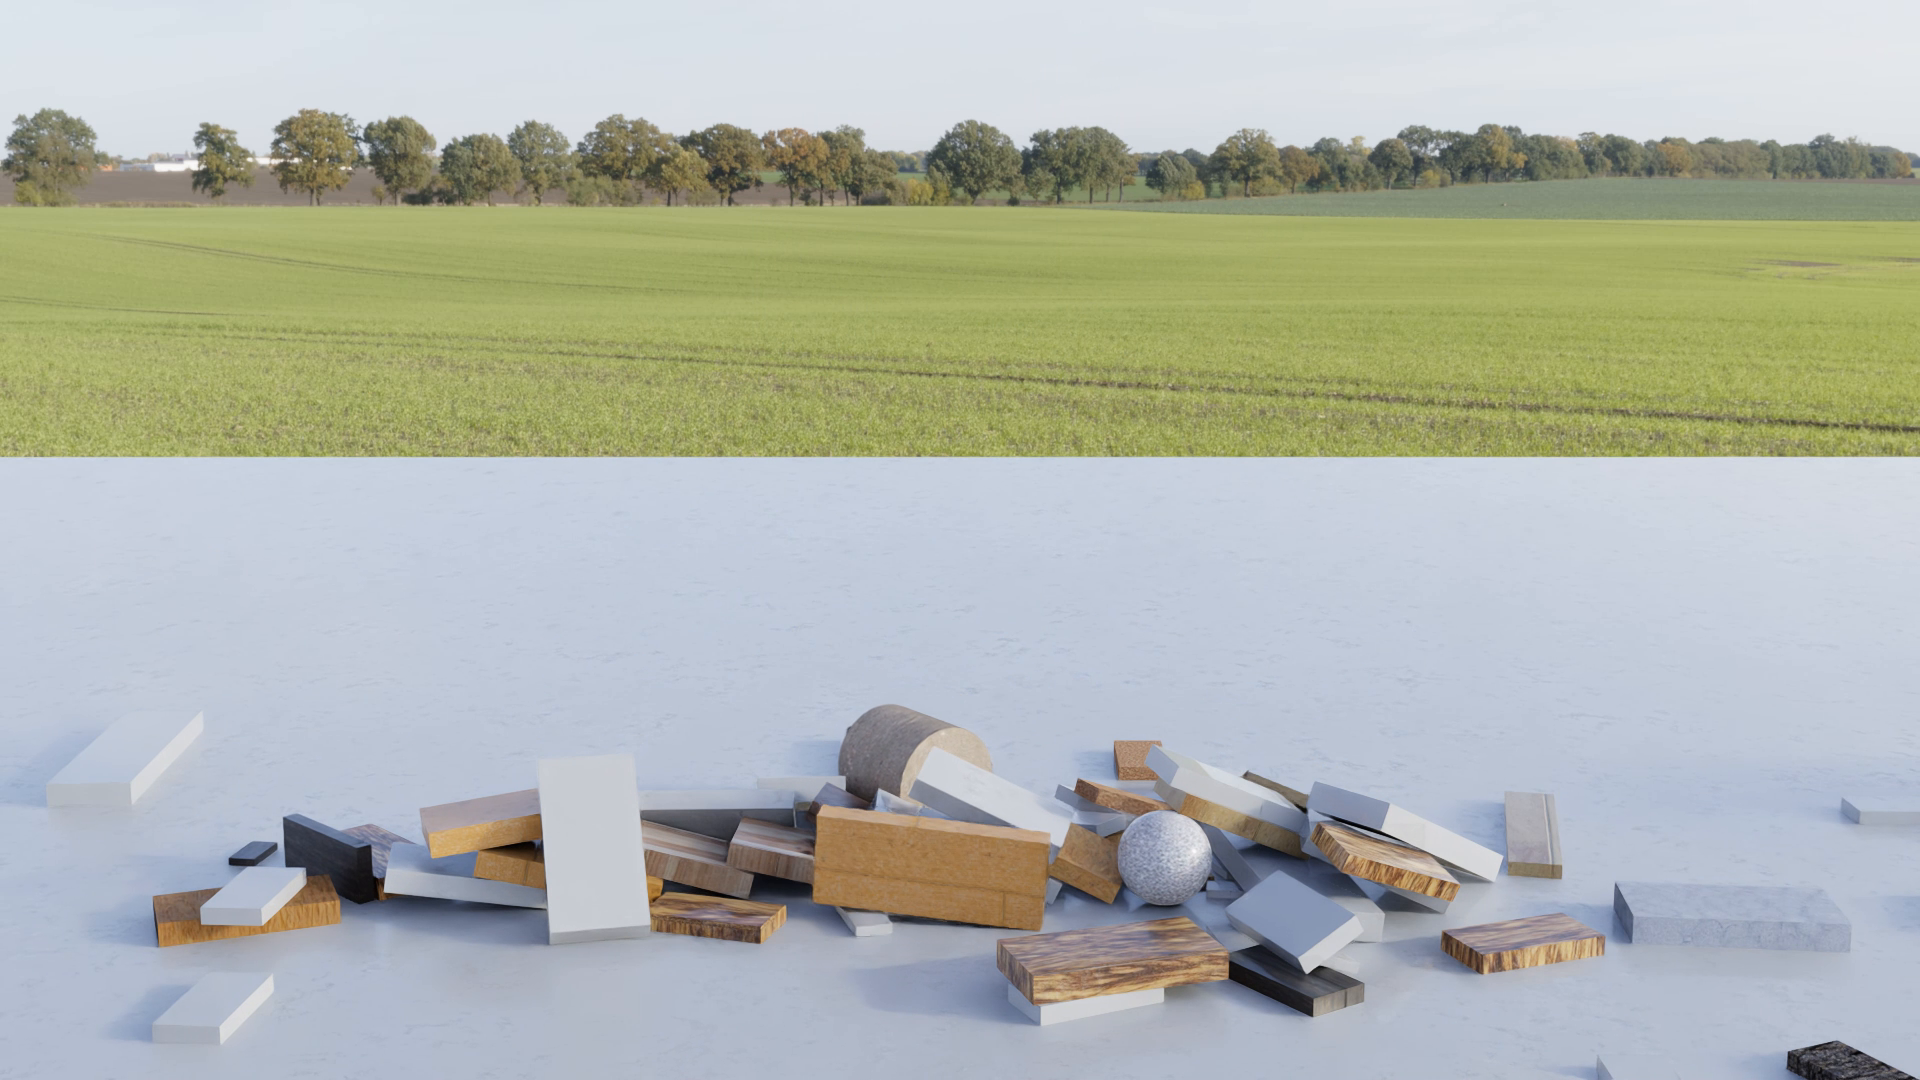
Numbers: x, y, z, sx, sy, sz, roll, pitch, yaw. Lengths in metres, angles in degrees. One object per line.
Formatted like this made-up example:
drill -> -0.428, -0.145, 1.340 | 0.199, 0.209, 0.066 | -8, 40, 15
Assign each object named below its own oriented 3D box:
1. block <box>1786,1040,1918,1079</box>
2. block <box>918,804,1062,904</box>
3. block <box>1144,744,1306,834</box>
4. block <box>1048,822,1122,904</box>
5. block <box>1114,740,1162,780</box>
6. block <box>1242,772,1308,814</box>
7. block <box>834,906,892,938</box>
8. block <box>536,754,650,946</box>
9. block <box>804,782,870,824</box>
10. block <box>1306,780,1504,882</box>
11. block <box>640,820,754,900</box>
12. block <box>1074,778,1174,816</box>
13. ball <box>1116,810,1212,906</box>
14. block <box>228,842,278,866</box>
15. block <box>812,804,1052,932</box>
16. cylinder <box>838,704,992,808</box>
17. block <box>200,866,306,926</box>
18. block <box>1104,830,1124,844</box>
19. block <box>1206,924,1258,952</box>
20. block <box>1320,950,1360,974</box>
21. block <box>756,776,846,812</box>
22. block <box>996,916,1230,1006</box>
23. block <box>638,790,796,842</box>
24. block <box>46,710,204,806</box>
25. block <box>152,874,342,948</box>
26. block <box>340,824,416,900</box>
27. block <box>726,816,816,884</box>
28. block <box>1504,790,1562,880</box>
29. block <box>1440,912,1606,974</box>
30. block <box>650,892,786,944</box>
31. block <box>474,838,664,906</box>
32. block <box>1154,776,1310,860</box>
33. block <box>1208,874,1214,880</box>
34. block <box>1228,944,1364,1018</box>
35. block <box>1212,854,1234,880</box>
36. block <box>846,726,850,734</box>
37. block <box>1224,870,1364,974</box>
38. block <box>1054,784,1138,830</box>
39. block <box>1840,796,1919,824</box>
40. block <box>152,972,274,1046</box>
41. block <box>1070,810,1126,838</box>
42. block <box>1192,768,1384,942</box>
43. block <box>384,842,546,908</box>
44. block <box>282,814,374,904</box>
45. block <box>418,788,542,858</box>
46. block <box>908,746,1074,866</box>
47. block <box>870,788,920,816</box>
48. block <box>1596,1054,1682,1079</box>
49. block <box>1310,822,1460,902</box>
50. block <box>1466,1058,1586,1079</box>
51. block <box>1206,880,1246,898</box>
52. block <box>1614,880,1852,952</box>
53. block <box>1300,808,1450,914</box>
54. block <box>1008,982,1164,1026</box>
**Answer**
block -> 1.199, 0.716, 2.919 | 0.090, 0.025, 0.179 | -5, 12, -24
block -> 0.049, 0.515, 3.676 | 0.261, 0.037, 0.131 | 26, 12, 1
block -> 0.445, 0.418, 3.692 | 0.253, 0.036, 0.126 | 22, 5, -18
block -> 0.152, 0.507, 3.678 | 0.261, 0.037, 0.131 | 25, 22, 3
block -> 0.361, 0.440, 4.401 | 0.096, 0.027, 0.192 | 0, 11, 1
block -> 0.580, 0.468, 3.826 | 0.025, 0.089, 0.203 | -45, 34, -20
block -> -0.156, 0.605, 3.544 | 0.060, 0.017, 0.145 | -3, 11, -16
block -> -0.589, 0.492, 3.523 | 0.155, 0.044, 0.311 | -3, 55, -14
block -> -0.133, 0.498, 3.735 | 0.250, 0.035, 0.125 | 26, 11, 3
block -> 0.747, 0.489, 3.686 | 0.329, 0.047, 0.164 | 26, -9, -38
block -> -0.493, 0.523, 3.687 | 0.301, 0.043, 0.150 | 15, 8, -5
block -> 0.313, 0.479, 4.000 | 0.192, 0.027, 0.096 | 18, 0, -22
ball -> 0.336, 0.521, 3.611 | 0.156, 0.156, 0.156 | 0, 11, 0
block -> -1.238, 0.549, 3.852 | 0.047, 0.013, 0.094 | 1, 11, 7
block -> -0.046, 0.524, 3.515 | 0.371, 0.153, 0.043 | 6, 17, 7
cylinder -> -0.082, 0.421, 4.025 | 0.203, 0.203, 0.203 | -8, 13, -35
block -> -1.124, 0.567, 3.506 | 0.097, 0.028, 0.194 | 1, 11, 4
block -> 0.225, 0.526, 3.860 | 0.130, 0.018, 0.065 | -8, 13, -38
block -> 0.430, 0.627, 3.425 | 0.060, 0.017, 0.120 | -2, 11, -11
block -> 0.555, 0.628, 3.329 | 0.060, 0.017, 0.120 | 15, 0, -10
block -> -0.290, 0.460, 3.968 | 0.153, 0.043, 0.306 | -1, -10, -6
block -> 0.224, 0.618, 3.242 | 0.306, 0.043, 0.153 | -4, 11, -19
block -> -0.429, 0.493, 3.813 | 0.286, 0.143, 0.041 | 0, 47, -2
block -> -1.663, 0.431, 4.404 | 0.155, 0.044, 0.532 | -1, 11, -5
block -> -1.148, 0.595, 3.537 | 0.275, 0.039, 0.138 | -4, 11, -23
block -> -1.004, 0.551, 3.775 | 0.138, 0.039, 0.275 | -10, 14, -43
block -> -0.239, 0.535, 3.697 | 0.286, 0.041, 0.143 | 12, 11, 0
block -> 1.026, 0.526, 3.947 | 0.090, 0.025, 0.417 | 2, 11, 13
block -> 0.871, 0.623, 3.403 | 0.222, 0.031, 0.111 | -4, 11, -21
block -> -0.395, 0.603, 3.518 | 0.209, 0.029, 0.102 | 3, 11, 18
block -> -0.643, 0.539, 3.636 | 0.301, 0.043, 0.150 | 12, 9, -9
block -> 0.460, 0.463, 3.694 | 0.253, 0.036, 0.126 | 22, 5, -18
block -> 0.379, 0.573, 3.724 | 0.092, 0.013, 0.046 | -4, 11, -20
block -> 0.491, 0.651, 3.263 | 0.102, 0.029, 0.203 | -7, 13, -34
block -> 0.460, 0.562, 3.785 | 0.046, 0.013, 0.092 | -4, 11, -19
block -> -0.171, 0.428, 4.446 | 0.125, 0.035, 0.250 | 0, 11, 0
block -> 0.505, 0.579, 3.349 | 0.111, 0.031, 0.222 | -33, 21, -14
block -> 0.272, 0.495, 4.004 | 0.096, 0.027, 0.235 | 18, 0, -28
block -> 1.740, 0.502, 4.076 | 0.179, 0.025, 0.090 | 0, 11, 0
block -> -1.070, 0.671, 3.157 | 0.097, 0.028, 0.194 | 1, 11, 4
block -> 0.193, 0.501, 3.885 | 0.177, 0.025, 0.089 | -1, 6, 38
block -> 0.527, 0.529, 3.823 | 0.164, 0.047, 0.802 | 5, 10, -9
block -> -0.803, 0.554, 3.628 | 0.275, 0.039, 0.138 | 8, 9, -12
block -> -1.064, 0.535, 3.700 | 0.240, 0.097, 0.028 | 10, 15, 43
block -> -0.731, 0.457, 3.632 | 0.301, 0.043, 0.150 | -8, 11, -18
block -> 0.053, 0.438, 3.637 | 0.261, 0.037, 0.131 | 25, 22, 3
block -> -0.035, 0.507, 3.726 | 0.250, 0.035, 0.125 | 25, 11, -4
block -> 0.904, 0.723, 2.882 | 0.090, 0.025, 0.179 | 0, 11, 1
block -> 0.682, 0.516, 3.527 | 0.222, 0.031, 0.111 | 18, 14, -24
block -> 0.681, 0.736, 2.674 | 0.155, 0.044, 0.311 | 7, 17, 17
block -> 0.457, 0.584, 3.666 | 0.092, 0.013, 0.046 | 1, 11, 7
block -> 1.224, 0.598, 3.498 | 0.329, 0.047, 0.164 | 1, 11, 6
block -> 0.686, 0.530, 3.635 | 0.253, 0.036, 0.126 | 24, 12, 2
block -> 0.184, 0.660, 3.211 | 0.203, 0.029, 0.102 | -5, 12, -26
